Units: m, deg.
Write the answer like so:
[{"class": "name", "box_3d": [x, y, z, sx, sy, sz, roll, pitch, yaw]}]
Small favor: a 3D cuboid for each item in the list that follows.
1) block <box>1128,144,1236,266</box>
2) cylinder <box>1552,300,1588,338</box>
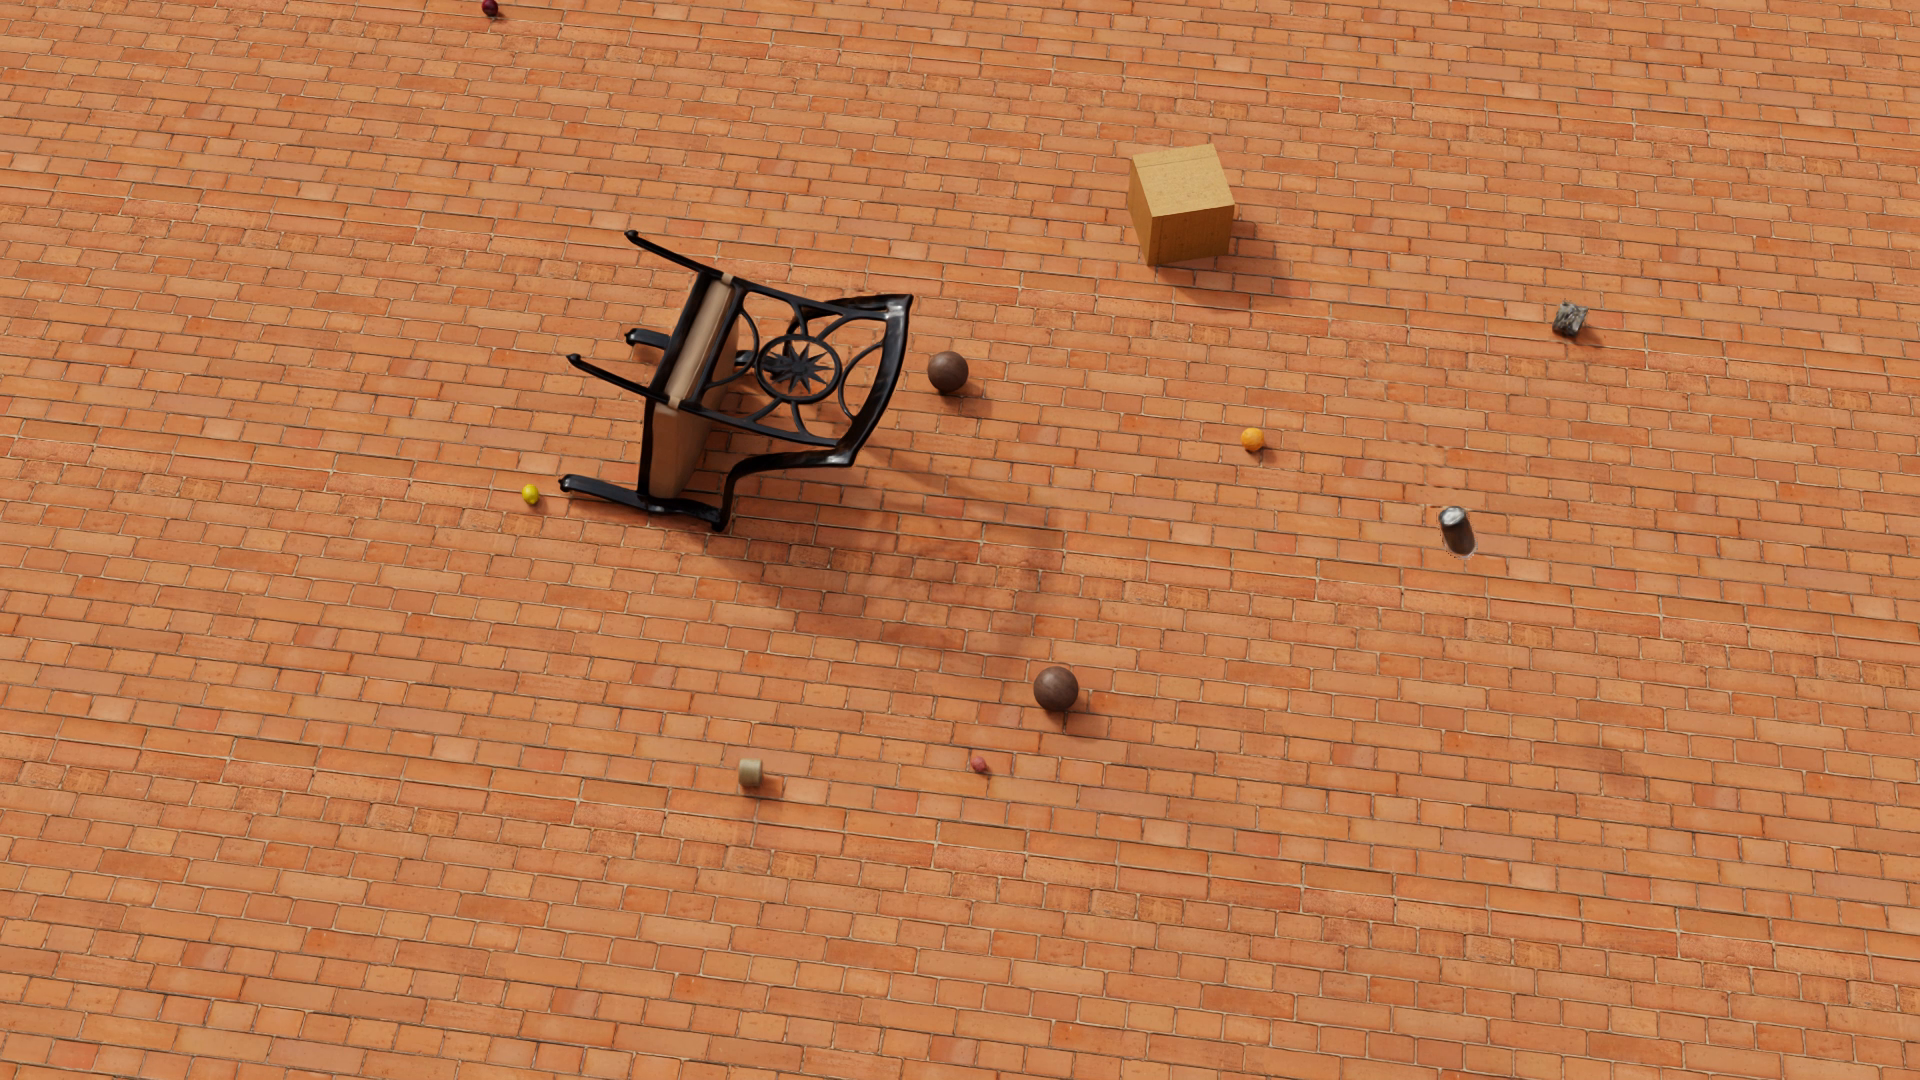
[{"class": "block", "box_3d": [0.717, -1.091, 7.163, 0.271, 0.238, 0.273, -9, 57, -6]}, {"class": "cylinder", "box_3d": [1.939, -0.702, 6.998, 0.081, 0.074, 0.099, 24, 82, 15]}]
